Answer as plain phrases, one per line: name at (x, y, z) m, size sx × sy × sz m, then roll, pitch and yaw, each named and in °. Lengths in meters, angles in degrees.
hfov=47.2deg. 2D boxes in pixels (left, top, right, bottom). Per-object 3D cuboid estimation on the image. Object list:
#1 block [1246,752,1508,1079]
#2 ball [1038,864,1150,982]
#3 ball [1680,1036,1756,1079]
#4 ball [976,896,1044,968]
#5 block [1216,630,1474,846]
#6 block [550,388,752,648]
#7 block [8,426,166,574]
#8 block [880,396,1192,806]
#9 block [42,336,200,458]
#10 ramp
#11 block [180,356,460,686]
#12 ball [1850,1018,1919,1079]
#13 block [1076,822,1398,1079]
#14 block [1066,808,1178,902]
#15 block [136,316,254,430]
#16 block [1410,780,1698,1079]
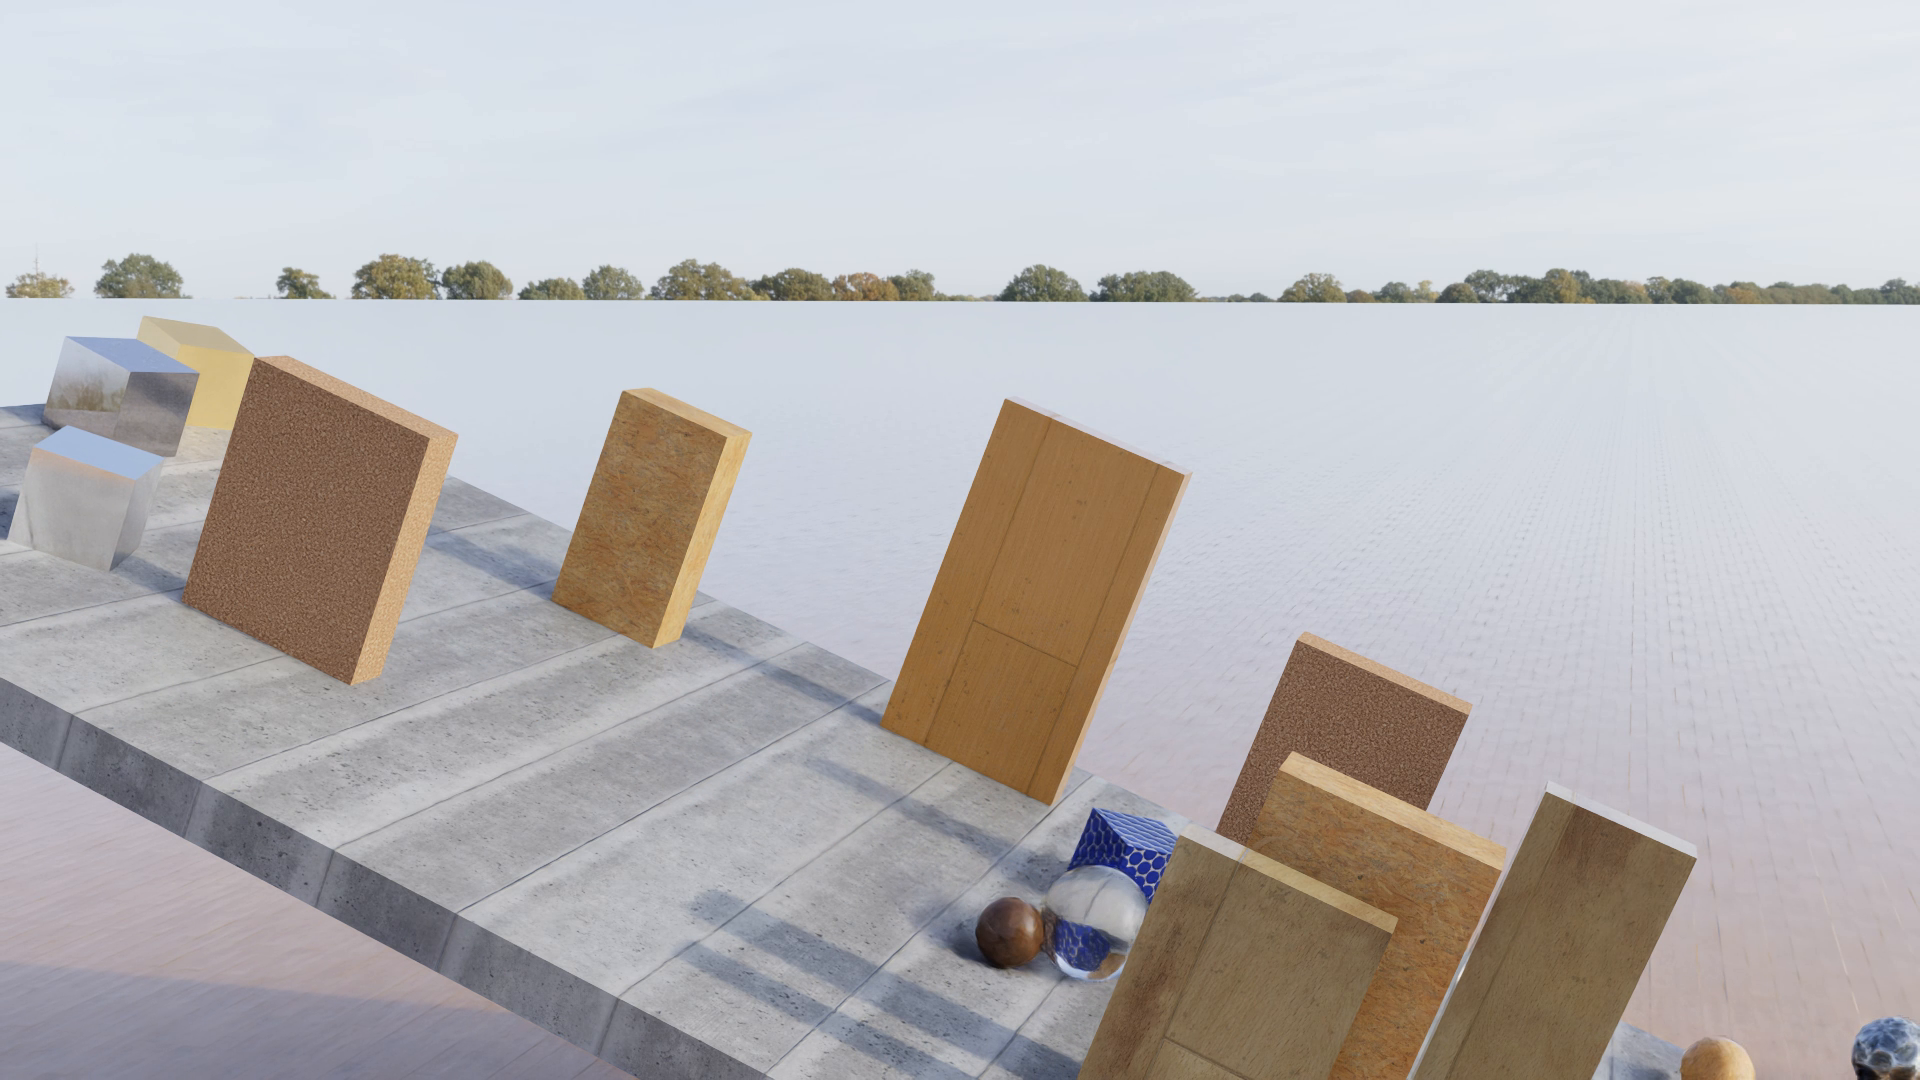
block at (0.545, 0.689, 3.383) m, size 0.353 × 0.623 × 0.134 m, roll 24°, pitch 13°, yaw 13°
ball at (0.239, 0.679, 3.895) m, size 0.205 × 0.205 × 0.205 m, roll 0°, pitch 7°, yaw 0°
ball at (1.531, 1.078, 4.447) m, size 0.143 × 0.143 × 0.143 m, roll 0°, pitch 7°, yaw 0°
ball at (0.088, 0.683, 3.830) m, size 0.120 × 0.120 × 0.120 m, roll 0°, pitch 7°, yaw 0°
block at (0.687, 0.539, 4.201) m, size 0.342 × 0.639 × 0.107 m, roll 24°, pitch 13°, yaw 13°
block at (-0.674, -0.050, 4.805) m, size 0.261 × 0.498 × 0.141 m, roll 24°, pitch 13°, yaw 13°
block at (-1.627, -0.078, 4.100) m, size 0.187 × 0.187 × 0.187 m, roll 19°, pitch 13°, yaw -8°
block at (0.158, 0.132, 4.740) m, size 0.419 × 0.778 × 0.087 m, roll 24°, pitch 13°, yaw 13°
block at (-1.809, -0.307, 4.742) m, size 0.199 × 0.199 × 0.199 m, roll 26°, pitch 14°, yaw 21°
ramp at (-0.314, 0.561, 4.199) m, size 4.000 × 0.100 × 2.000 m, roll 24°, pitch 13°, yaw 13°
block at (-1.166, -0.038, 3.997) m, size 0.377 × 0.483 × 0.100 m, roll 24°, pitch 13°, yaw 13°
ball at (2.099, 1.165, 4.938) m, size 0.183 × 0.183 × 0.183 m, roll 0°, pitch 7°, yaw 0°
block at (0.385, 0.722, 3.231) m, size 0.329 × 0.518 × 0.080 m, roll 24°, pitch 13°, yaw 13°
block at (0.332, 0.643, 4.292) m, size 0.162 × 0.162 × 0.162 m, roll 15°, pitch 14°, yaw -27°
block at (-1.797, -0.388, 5.120) m, size 0.190 × 0.190 × 0.190 m, roll 31°, pitch 16°, yaw 38°
block at (1.017, 0.762, 3.817) m, size 0.266 × 0.631 × 0.089 m, roll 24°, pitch 13°, yaw 13°
